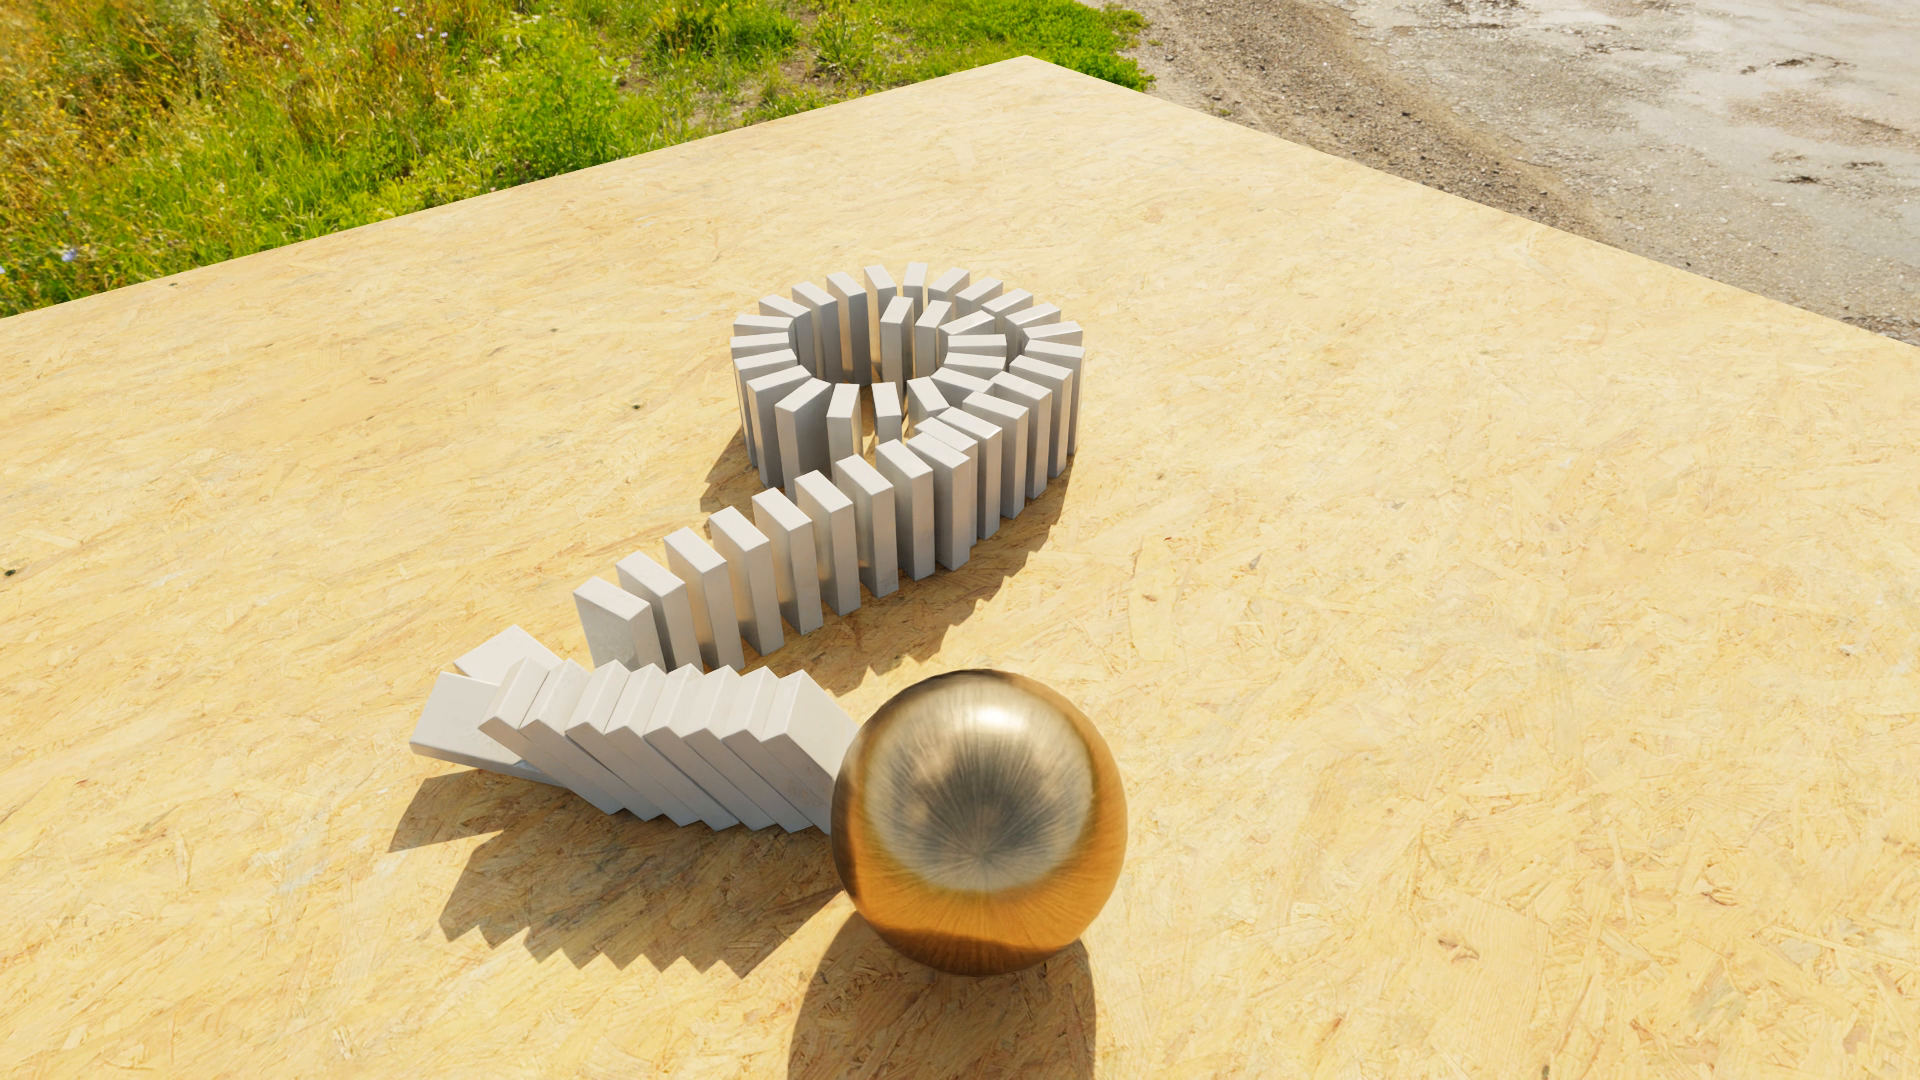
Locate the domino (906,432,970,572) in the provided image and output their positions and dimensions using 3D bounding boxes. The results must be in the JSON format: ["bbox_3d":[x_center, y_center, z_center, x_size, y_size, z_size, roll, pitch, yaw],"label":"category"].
[{"bbox_3d":[-0.008,-0.015,0.429,0.025,0.050,0.009,32,49,33],"label":"domino"}]

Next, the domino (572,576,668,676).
[{"bbox_3d":[-0.111,0.038,0.365,0.025,0.050,0.010,22,44,24],"label":"domino"}]

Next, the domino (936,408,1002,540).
[{"bbox_3d":[0.004,-0.026,0.444,0.025,0.050,0.009,27,46,29],"label":"domino"}]

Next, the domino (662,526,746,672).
[{"bbox_3d":[-0.089,0.022,0.384,0.010,0.050,0.025,-30,48,-31],"label":"domino"}]

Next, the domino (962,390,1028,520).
[{"bbox_3d":[0.014,-0.034,0.454,0.025,0.050,0.009,21,44,24],"label":"domino"}]

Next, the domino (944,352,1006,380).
[{"bbox_3d":[0.006,-0.056,0.480,0.025,0.050,0.009,6,40,8],"label":"domino"}]

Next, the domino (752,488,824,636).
[{"bbox_3d":[-0.063,0.008,0.401,0.009,0.050,0.025,-27,46,-29],"label":"domino"}]

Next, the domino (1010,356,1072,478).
[{"bbox_3d":[0.034,-0.053,0.476,0.025,0.050,0.010,20,43,23],"label":"domino"}]

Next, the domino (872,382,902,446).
[{"bbox_3d":[-0.030,-0.037,0.457,0.009,0.050,0.025,-5,40,-7],"label":"domino"}]

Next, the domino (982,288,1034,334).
[{"bbox_3d":[0.022,-0.092,0.523,0.025,0.050,0.010,-32,49,-33],"label":"domino"}]

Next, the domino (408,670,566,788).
[{"bbox_3d":[-0.145,0.061,0.352,0.050,0.009,0.025,15,55,-9],"label":"domino"}]

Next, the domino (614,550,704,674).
[{"bbox_3d":[-0.101,0.030,0.375,0.025,0.050,0.010,29,47,31],"label":"domino"}]

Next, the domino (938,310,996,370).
[{"bbox_3d":[0.003,-0.078,0.506,0.025,0.050,0.010,-28,47,-29],"label":"domino"}]

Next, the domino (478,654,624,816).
[{"bbox_3d":[-0.121,0.061,0.341,0.009,0.050,0.025,-30,31,28],"label":"domino"}]

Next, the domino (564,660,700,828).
[{"bbox_3d":[-0.096,0.063,0.337,0.009,0.050,0.025,-25,32,25],"label":"domino"}]

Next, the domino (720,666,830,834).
[{"bbox_3d":[-0.050,0.064,0.335,0.010,0.050,0.025,-24,32,24],"label":"domino"}]

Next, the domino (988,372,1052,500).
[{"bbox_3d":[0.025,-0.044,0.465,0.025,0.050,0.009,26,46,28],"label":"domino"}]

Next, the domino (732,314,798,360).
[{"bbox_3d":[-0.088,-0.079,0.507,0.025,0.050,0.010,6,40,7],"label":"domino"}]

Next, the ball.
[{"bbox_3d":[0.005,0.075,0.297,0.080,0.080,0.080,0,39,0],"label":"ball"}]

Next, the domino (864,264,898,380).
[{"bbox_3d":[-0.038,-0.107,0.542,0.009,0.050,0.025,-12,41,-15],"label":"domino"}]

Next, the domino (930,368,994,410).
[{"bbox_3d":[0.001,-0.047,0.468,0.025,0.050,0.009,20,43,22],"label":"domino"}]

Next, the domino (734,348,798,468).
[{"bbox_3d":[-0.082,-0.057,0.481,0.025,0.050,0.009,-14,41,-16],"label":"domino"}]

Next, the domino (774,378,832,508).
[{"bbox_3d":[-0.063,-0.039,0.460,0.009,0.050,0.025,21,44,24],"label":"domino"}]

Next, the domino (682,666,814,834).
[{"bbox_3d":[-0.061,0.064,0.335,0.010,0.050,0.025,-24,32,24],"label":"domino"}]

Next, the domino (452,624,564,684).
[{"bbox_3d":[-0.150,0.050,0.382,0.050,0.010,0.025,28,47,29],"label":"domino"}]

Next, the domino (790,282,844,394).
[{"bbox_3d":[-0.068,-0.096,0.528,0.010,0.050,0.025,-27,47,-29],"label":"domino"}]

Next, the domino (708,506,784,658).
[{"bbox_3d":[-0.076,0.015,0.393,0.009,0.050,0.025,-28,47,-30],"label":"domino"}]

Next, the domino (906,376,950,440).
[{"bbox_3d":[-0.013,-0.040,0.460,0.009,0.050,0.025,-14,41,-16],"label":"domino"}]

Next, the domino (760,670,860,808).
[{"bbox_3d":[-0.039,0.065,0.334,0.009,0.050,0.025,-24,32,24],"label":"domino"}]

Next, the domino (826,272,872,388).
[{"bbox_3d":[-0.054,-0.102,0.536,0.009,0.050,0.025,-20,44,-23],"label":"domino"}]

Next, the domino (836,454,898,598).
[{"bbox_3d":[-0.035,-0.005,0.417,0.010,0.050,0.025,-25,45,-27],"label":"domino"}]

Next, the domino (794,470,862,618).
[{"bbox_3d":[-0.049,0.002,0.409,0.009,0.050,0.025,-25,46,-27],"label":"domino"}]

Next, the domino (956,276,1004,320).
[{"bbox_3d":[0.009,-0.099,0.532,0.009,0.050,0.025,26,46,28],"label":"domino"}]

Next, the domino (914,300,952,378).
[{"bbox_3d":[-0.012,-0.083,0.513,0.009,0.050,0.025,11,41,13],"label":"domino"}]

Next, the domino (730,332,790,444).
[{"bbox_3d":[-0.087,-0.068,0.494,0.025,0.050,0.010,-7,40,-8],"label":"domino"}]

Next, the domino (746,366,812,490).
[{"bbox_3d":[-0.075,-0.047,0.469,0.025,0.050,0.009,-22,44,-24],"label":"domino"}]

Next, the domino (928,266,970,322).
[{"bbox_3d":[-0.005,-0.105,0.540,0.010,0.050,0.025,19,43,21],"label":"domino"}]

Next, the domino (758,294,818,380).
[{"bbox_3d":[-0.080,-0.088,0.519,0.025,0.050,0.010,28,47,30],"label":"domino"}]

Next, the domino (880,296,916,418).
[{"bbox_3d":[-0.029,-0.085,0.516,0.010,0.050,0.025,7,40,9],"label":"domino"}]

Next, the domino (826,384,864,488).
[{"bbox_3d":[-0.047,-0.037,0.456,0.009,0.050,0.025,2,39,3],"label":"domino"}]

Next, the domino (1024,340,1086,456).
[{"bbox_3d":[0.041,-0.063,0.488,0.025,0.050,0.010,11,41,13],"label":"domino"}]

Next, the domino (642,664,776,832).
[{"bbox_3d":[-0.073,0.064,0.336,0.009,0.050,0.025,-24,33,24],"label":"domino"}]

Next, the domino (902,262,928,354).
[{"bbox_3d":[-0.021,-0.108,0.544,0.009,0.050,0.025,3,39,3],"label":"domino"}]

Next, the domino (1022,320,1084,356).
[{"bbox_3d":[0.041,-0.074,0.501,0.025,0.050,0.009,-11,41,-14],"label":"domino"}]

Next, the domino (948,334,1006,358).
[{"bbox_3d":[0.007,-0.067,0.494,0.025,0.050,0.010,-2,39,-2],"label":"domino"}]

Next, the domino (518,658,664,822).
[{"bbox_3d":[-0.109,0.062,0.340,0.009,0.050,0.025,-29,30,27],"label":"domino"}]

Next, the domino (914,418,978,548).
[{"bbox_3d":[-0.005,-0.021,0.437,0.025,0.050,0.010,31,49,32],"label":"domino"}]

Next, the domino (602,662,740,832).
[{"bbox_3d":[-0.084,0.064,0.336,0.010,0.050,0.025,-24,32,24],"label":"domino"}]

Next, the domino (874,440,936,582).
[{"bbox_3d":[-0.021,-0.011,0.425,0.009,0.050,0.025,-24,45,-27],"label":"domino"}]

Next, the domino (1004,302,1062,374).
[{"bbox_3d":[0.033,-0.083,0.513,0.025,0.050,0.009,-24,45,-26],"label":"domino"}]
